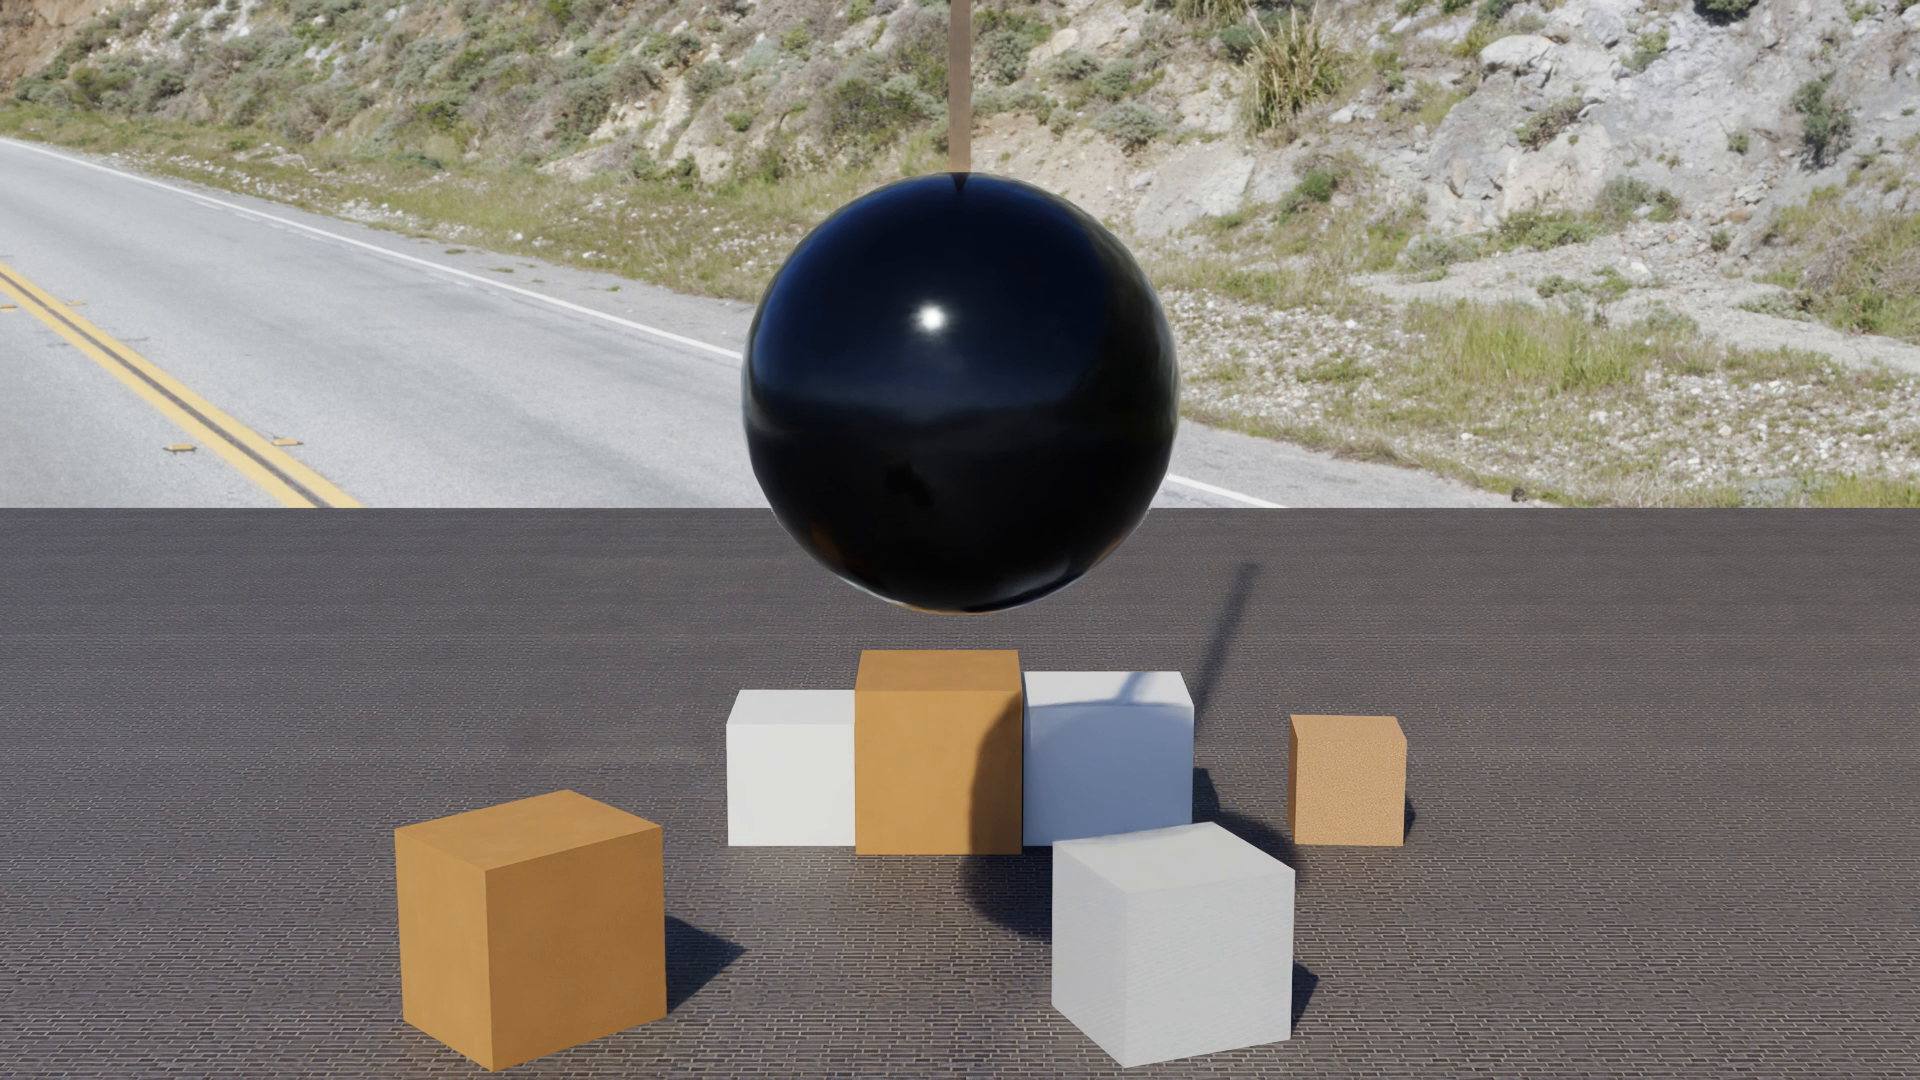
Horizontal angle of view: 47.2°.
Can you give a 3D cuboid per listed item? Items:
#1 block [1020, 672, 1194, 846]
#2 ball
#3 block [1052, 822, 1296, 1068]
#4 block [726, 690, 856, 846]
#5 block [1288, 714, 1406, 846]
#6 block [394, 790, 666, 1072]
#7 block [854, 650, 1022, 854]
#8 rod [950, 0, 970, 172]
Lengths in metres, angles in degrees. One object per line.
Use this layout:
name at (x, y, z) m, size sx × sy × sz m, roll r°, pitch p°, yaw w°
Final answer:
block at (0.742, 1.120, 11.380) m, size 0.849 × 0.724 × 0.727 m, roll 0°, pitch 10°, yaw 0°
ball at (0.000, -0.528, 7.989) m, size 1.600 × 1.600 × 1.600 m, roll 0°, pitch 10°, yaw 0°
block at (0.842, 1.600, 8.812) m, size 0.730 × 0.698 × 0.675 m, roll -4°, pitch 11°, yaw -22°
block at (-0.847, 1.168, 11.374) m, size 0.639 × 0.632 × 0.698 m, roll 0°, pitch 10°, yaw 0°
block at (1.978, 1.227, 11.281) m, size 0.541 × 0.549 × 0.473 m, roll 1°, pitch 10°, yaw 4°
block at (-1.720, 1.542, 8.837) m, size 0.805 × 0.804 × 0.692 m, roll -9°, pitch 14°, yaw -42°
block at (-0.106, 1.075, 11.311) m, size 0.825 × 0.837 × 0.884 m, roll 0°, pitch 10°, yaw 0°
rod at (0.000, -3.719, 9.163) m, size 0.080 × 5.200 × 0.080 m, roll 0°, pitch -20°, yaw 0°
